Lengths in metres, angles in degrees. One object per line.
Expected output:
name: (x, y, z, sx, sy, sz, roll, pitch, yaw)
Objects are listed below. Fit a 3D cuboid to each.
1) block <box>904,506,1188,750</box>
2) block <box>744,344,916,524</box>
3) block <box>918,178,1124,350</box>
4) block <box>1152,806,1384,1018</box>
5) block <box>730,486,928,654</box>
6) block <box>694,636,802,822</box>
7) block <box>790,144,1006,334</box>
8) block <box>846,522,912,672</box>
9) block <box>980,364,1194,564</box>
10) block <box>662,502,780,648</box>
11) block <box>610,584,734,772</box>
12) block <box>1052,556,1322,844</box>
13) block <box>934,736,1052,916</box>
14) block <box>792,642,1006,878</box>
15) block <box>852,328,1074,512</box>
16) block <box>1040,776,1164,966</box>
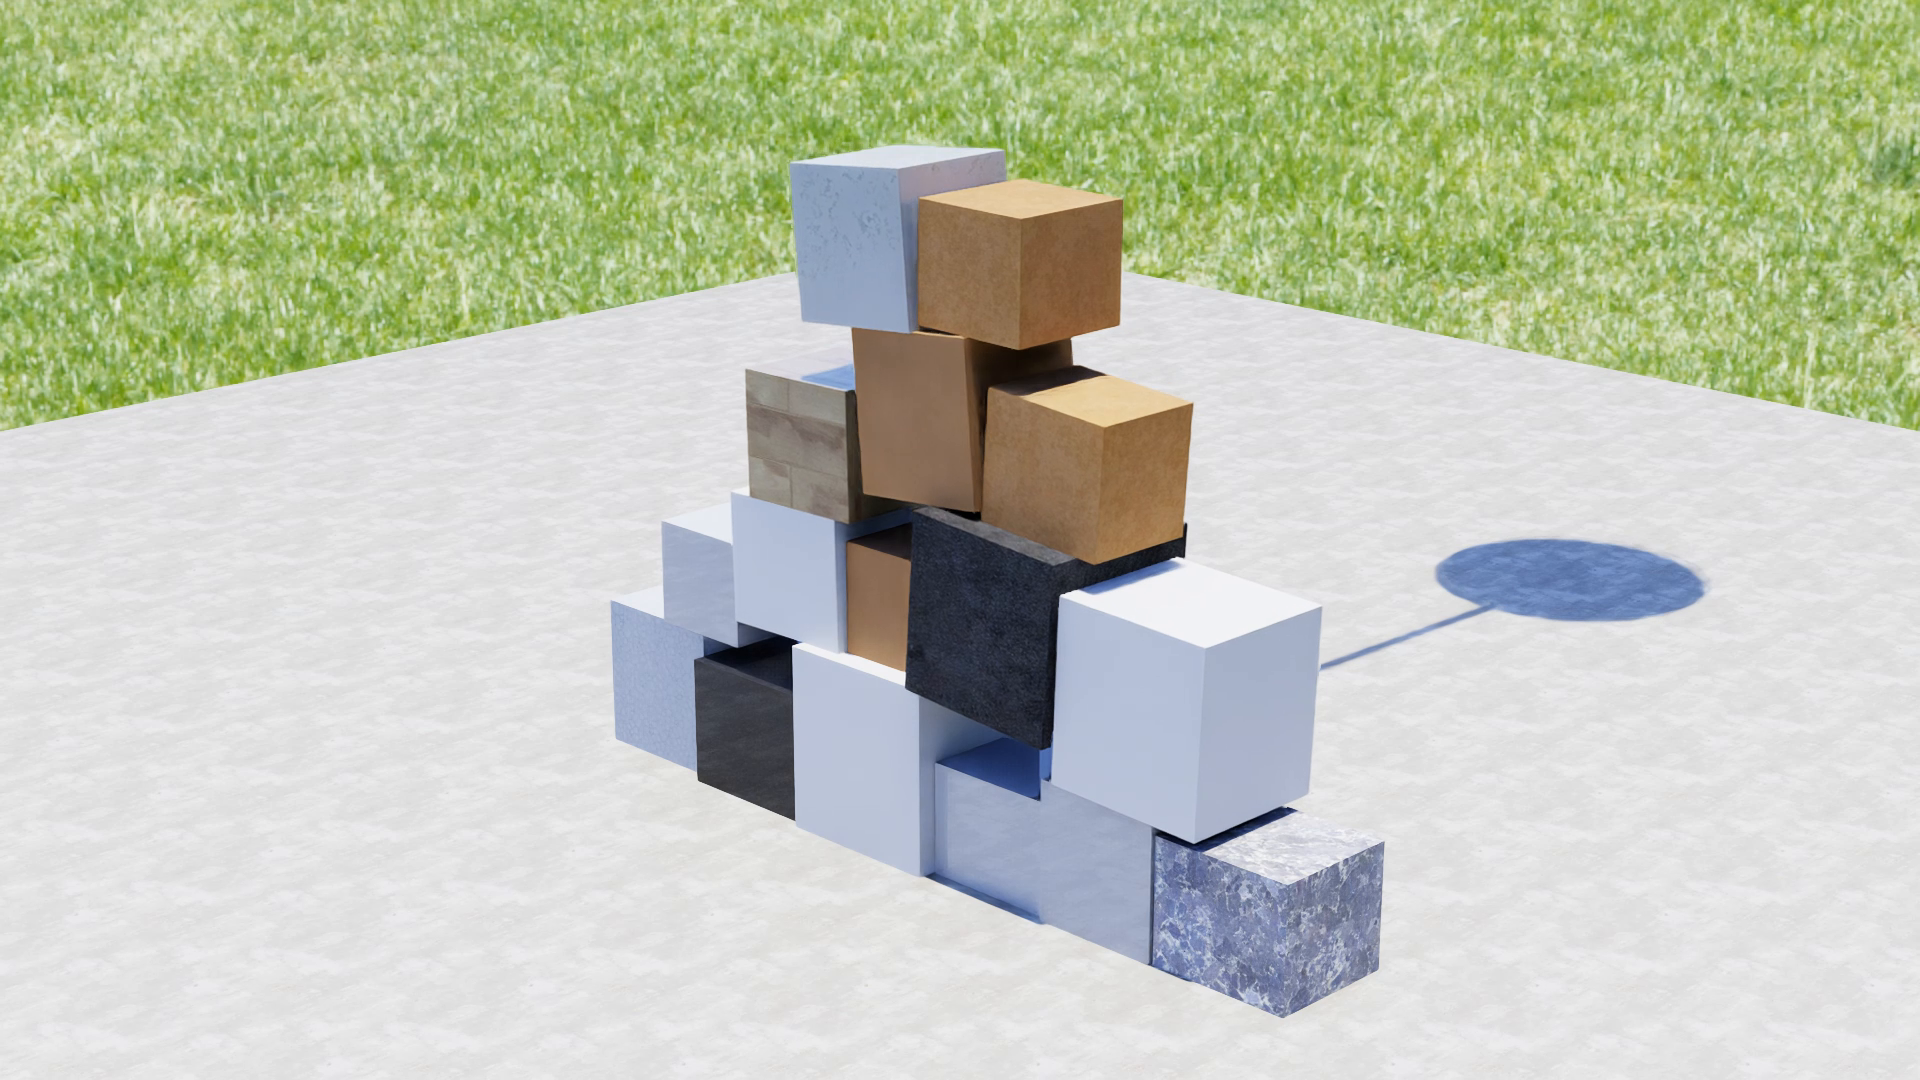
block: (0.377, 0.297, 13.026, 0.863, 0.851, 0.847, -17, 28, -42)
block: (-0.516, -0.506, 13.716, 0.672, 0.621, 0.686, -17, 23, -42)
block: (0.260, -1.205, 12.716, 0.638, 0.562, 0.612, -17, 25, -42)
block: (1.306, 1.542, 12.441, 0.645, 0.598, 0.714, -17, 24, -42)
block: (-0.585, 0.075, 13.991, 0.687, 0.647, 0.725, -17, 23, -42)
block: (-0.783, 0.896, 14.427, 0.705, 0.639, 0.765, -17, 24, -42)
block: (-0.258, -1.362, 13.161, 0.663, 0.720, 0.702, -17, 19, -42)
block: (-0.145, 0.264, 13.551, 0.534, 0.545, 0.535, -17, 24, -42)
block: (0.544, -0.335, 12.649, 0.563, 0.611, 0.676, -17, 28, -42)
block: (-1.050, 0.147, 14.480, 0.558, 0.523, 0.620, 17, 24, 42)
block: (-1.298, 0.674, 14.937, 0.618, 0.757, 0.726, -17, 24, -42)
block: (0.962, 0.666, 12.523, 0.760, 0.868, 0.813, -17, 26, -42)
block: (0.342, 1.278, 13.366, 0.608, 0.547, 0.683, -17, 24, -42)
block: (-0.205, 0.938, 13.836, 0.792, 0.914, 0.849, -17, 24, -42)
block: (0.028, -0.607, 13.132, 0.675, 0.768, 0.709, -17, 19, -42)
block: (0.826, 1.358, 12.897, 0.696, 0.672, 0.642, -17, 24, -42)
